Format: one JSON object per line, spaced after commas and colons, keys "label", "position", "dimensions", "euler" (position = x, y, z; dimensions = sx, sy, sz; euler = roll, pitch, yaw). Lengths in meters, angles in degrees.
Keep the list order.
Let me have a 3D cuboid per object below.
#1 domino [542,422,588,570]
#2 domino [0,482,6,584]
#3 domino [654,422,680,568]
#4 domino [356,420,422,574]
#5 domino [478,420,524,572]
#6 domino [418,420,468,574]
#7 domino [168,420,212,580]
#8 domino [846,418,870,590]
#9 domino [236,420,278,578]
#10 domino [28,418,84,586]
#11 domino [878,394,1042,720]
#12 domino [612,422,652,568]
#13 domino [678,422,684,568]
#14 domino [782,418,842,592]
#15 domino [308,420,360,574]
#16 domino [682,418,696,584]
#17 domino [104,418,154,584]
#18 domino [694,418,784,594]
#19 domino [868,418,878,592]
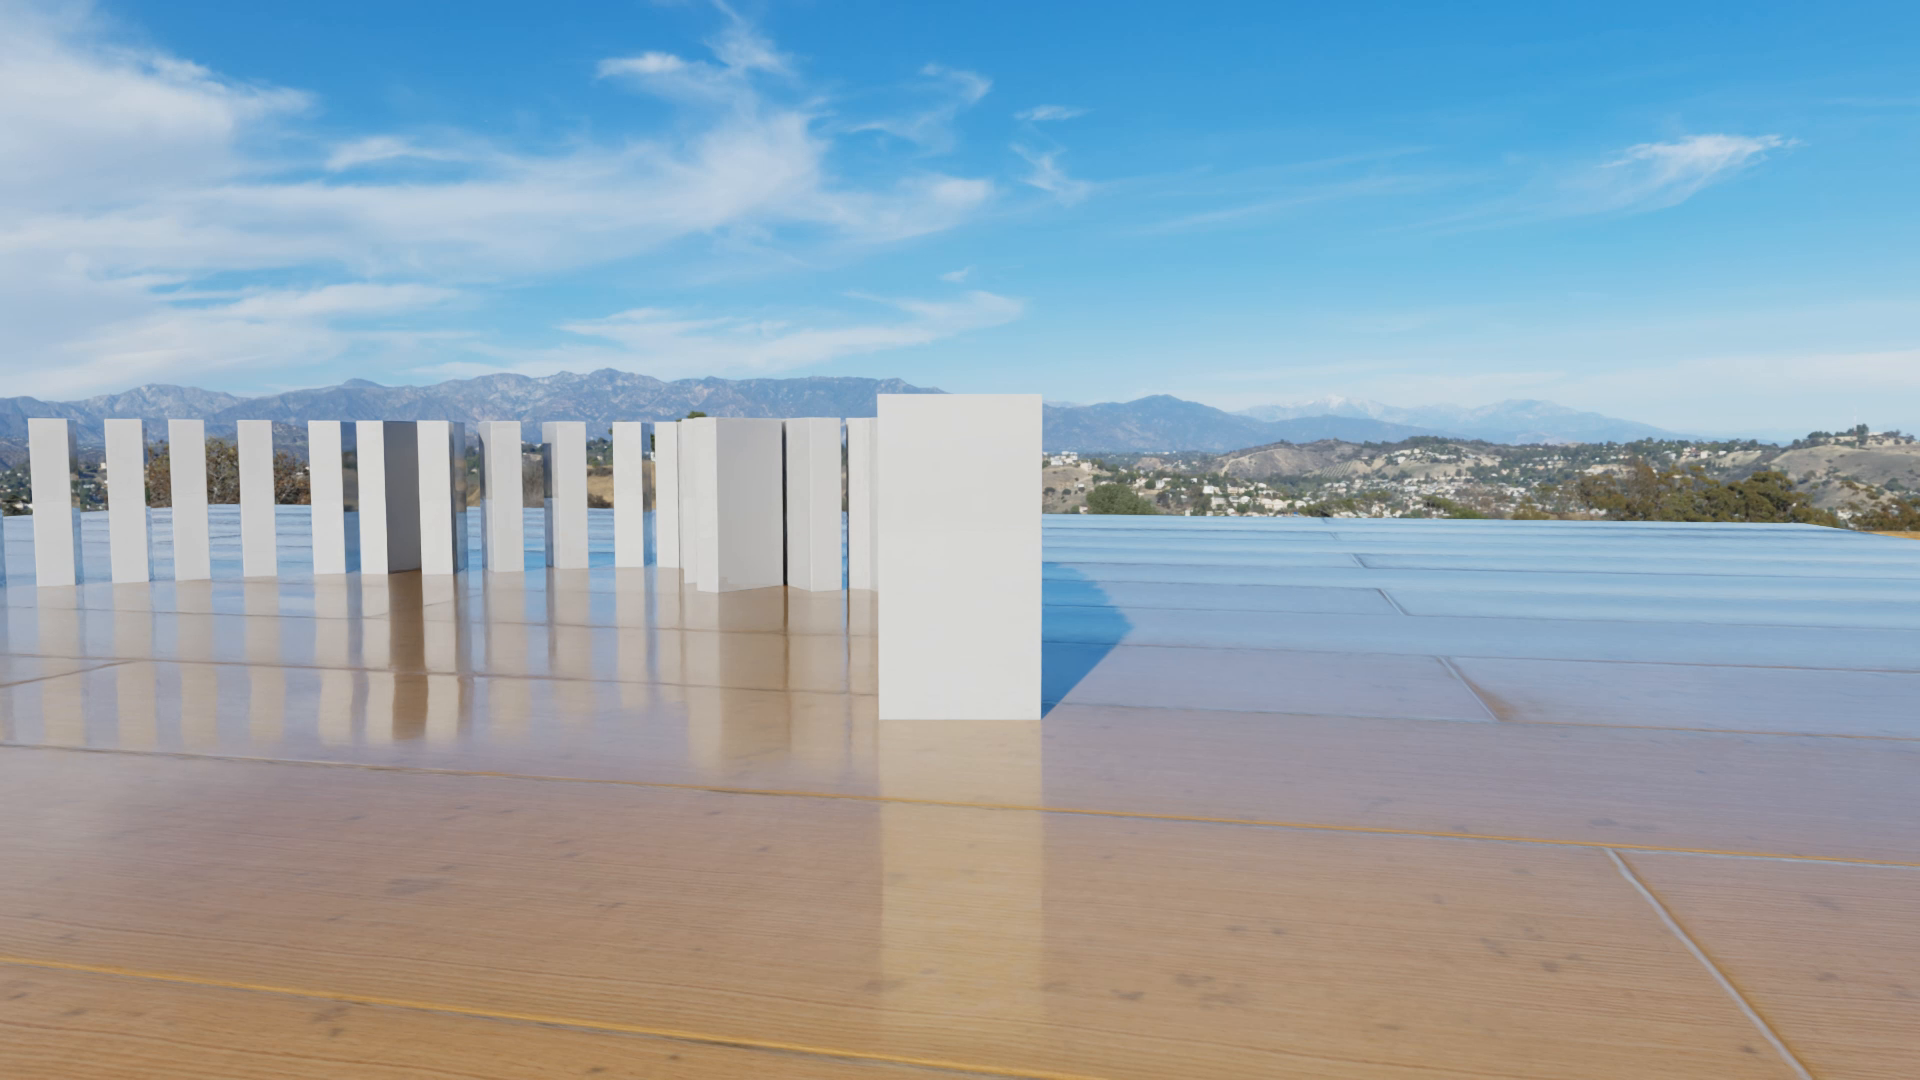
{"label": "domino", "position": [-0.137, -0.016, 0.446], "dimensions": [0.010, 0.050, 0.025], "euler": [-2, 5, -29]}
{"label": "domino", "position": [-0.294, -0.011, 0.383], "dimensions": [0.010, 0.050, 0.025], "euler": [-2, 5, -30]}
{"label": "domino", "position": [-0.095, -0.016, 0.451], "dimensions": [0.010, 0.050, 0.025], "euler": [2, 5, 27]}
{"label": "domino", "position": [-0.189, -0.015, 0.429], "dimensions": [0.010, 0.050, 0.025], "euler": [1, 4, 11]}
{"label": "domino", "position": [-0.156, -0.015, 0.435], "dimensions": [0.010, 0.050, 0.025], "euler": [-2, 5, -29]}
{"label": "domino", "position": [-0.172, -0.015, 0.428], "dimensions": [0.009, 0.050, 0.025], "euler": [-1, 4, -10]}
{"label": "domino", "position": [-0.247, -0.013, 0.410], "dimensions": [0.010, 0.050, 0.025], "euler": [-3, 5, -32]}
{"label": "domino", "position": [-0.023, -0.011, 0.385], "dimensions": [0.010, 0.050, 0.025], "euler": [2, 5, 30]}
{"label": "domino", "position": [-0.231, -0.014, 0.420], "dimensions": [0.010, 0.050, 0.025], "euler": [-3, 5, -30]}
{"label": "domino", "position": [-0.277, -0.012, 0.393], "dimensions": [0.010, 0.050, 0.025], "euler": [-2, 5, -30]}
{"label": "domino", "position": [0.000, 0.002, 0.201], "dimensions": [0.025, 0.050, 0.009], "euler": [0, 4, 0]}
{"label": "domino", "position": [-0.115, -0.016, 0.453], "dimensions": [0.010, 0.050, 0.025], "euler": [0, 4, -6]}
{"label": "domino", "position": [-0.083, -0.016, 0.441], "dimensions": [0.025, 0.050, 0.010], "euler": [-3, 5, -31]}
{"label": "domino", "position": [-0.044, -0.011, 0.380], "dimensions": [0.010, 0.050, 0.025], "euler": [-2, 5, -27]}
{"label": "domino", "position": [-0.209, -0.015, 0.430], "dimensions": [0.010, 0.050, 0.025], "euler": [-1, 4, -15]}
{"label": "domino", "position": [-0.073, -0.012, 0.397], "dimensions": [0.025, 0.050, 0.010], "euler": [-1, 4, -12]}
{"label": "domino", "position": [-0.260, -0.013, 0.402], "dimensions": [0.010, 0.050, 0.025], "euler": [-2, 5, -29]}
{"label": "domino", "position": [-0.065, -0.011, 0.377], "dimensions": [0.009, 0.050, 0.025], "euler": [4, 6, 40]}
{"label": "domino", "position": [-0.013, -0.010, 0.373], "dimensions": [0.025, 0.050, 0.010], "euler": [-2, 5, -29]}
